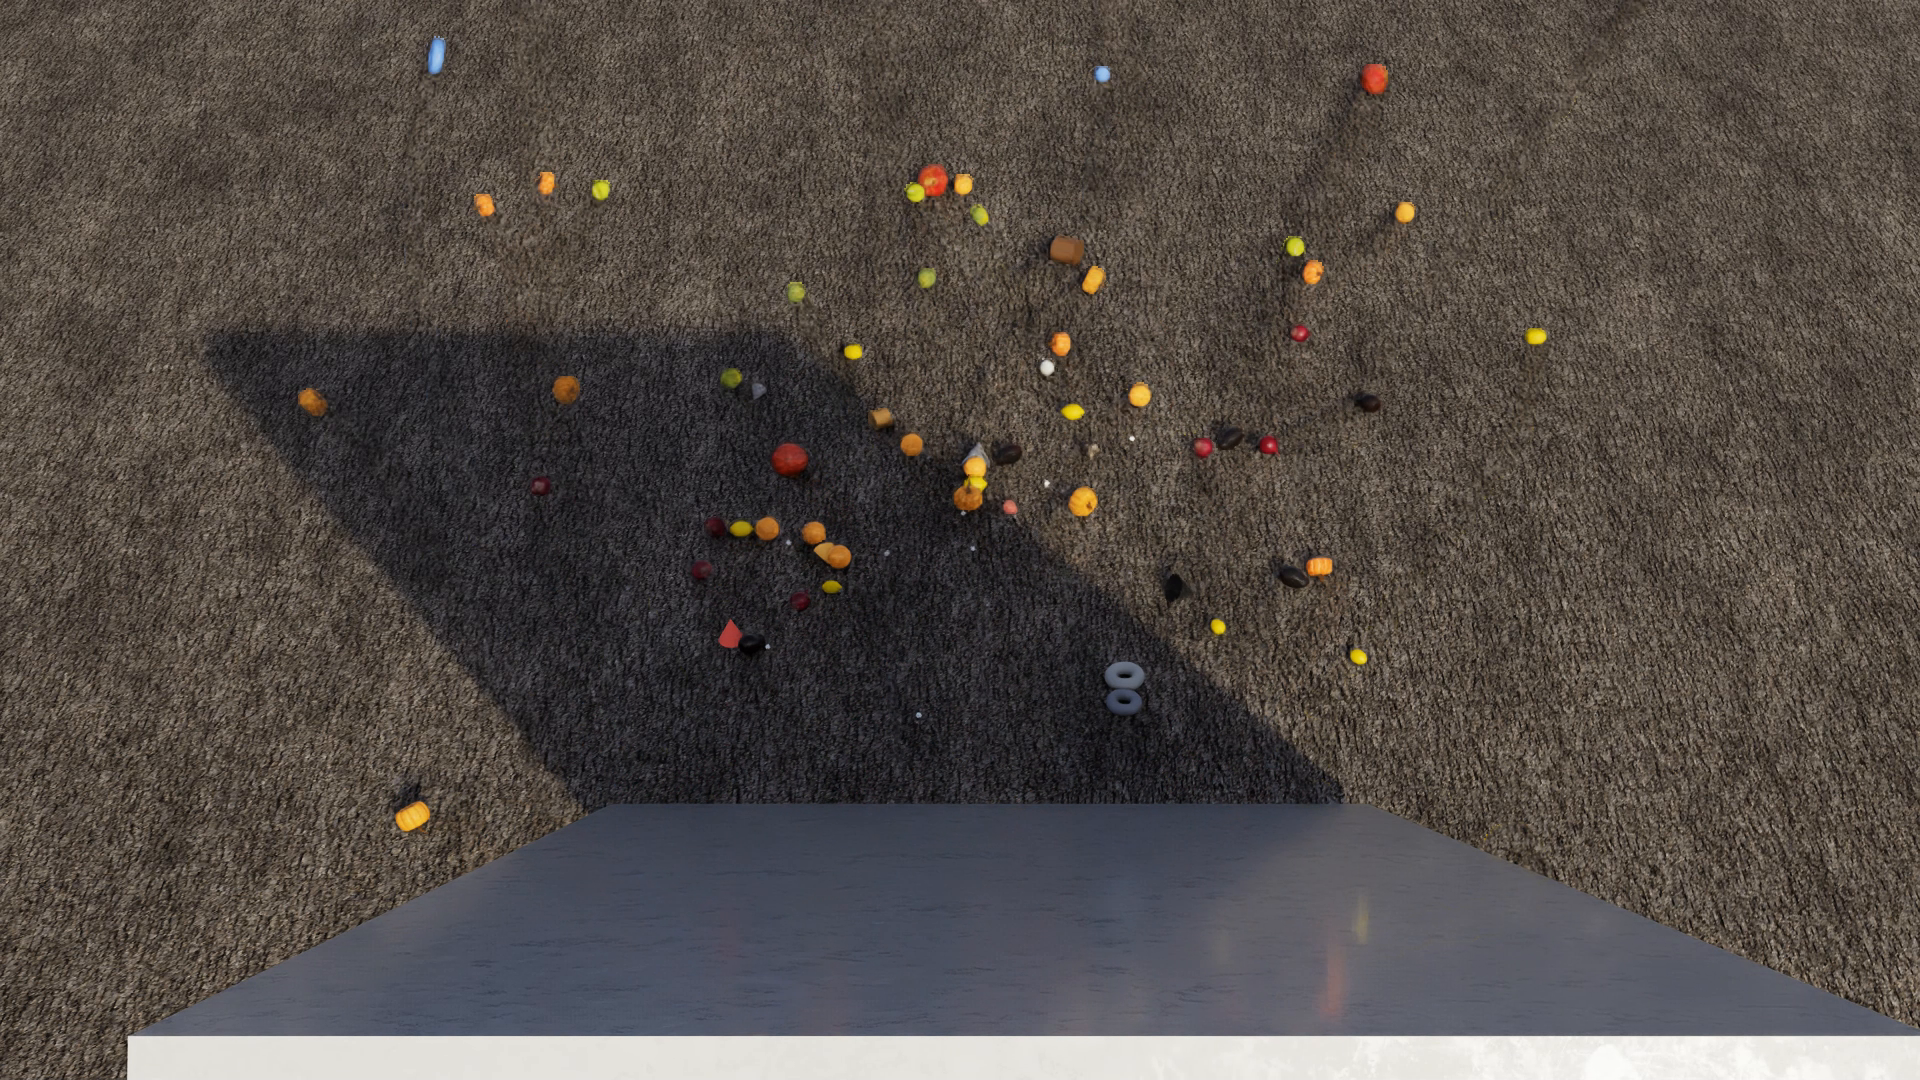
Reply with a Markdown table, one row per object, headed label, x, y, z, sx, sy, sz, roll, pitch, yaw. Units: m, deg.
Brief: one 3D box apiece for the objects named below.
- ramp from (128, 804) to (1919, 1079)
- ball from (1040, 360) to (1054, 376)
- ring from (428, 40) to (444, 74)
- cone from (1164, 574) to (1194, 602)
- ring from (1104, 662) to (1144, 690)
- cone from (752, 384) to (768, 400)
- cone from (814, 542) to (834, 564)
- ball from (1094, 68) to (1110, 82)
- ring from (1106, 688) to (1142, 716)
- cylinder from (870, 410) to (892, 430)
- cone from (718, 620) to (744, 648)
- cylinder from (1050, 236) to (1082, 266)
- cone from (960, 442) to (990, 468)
| label | x | y | z | sx | sy | sz | roll | pitch | yaw |
| --- | --- | --- | --- | --- | --- | --- | --- | --- | --- |
| ramp | 0.079 | 0.673 | 4.873 | 2.000 | 0.100 | 4.000 | 0 | -2 | 0 |
| ball | 0.291 | -0.578 | 8.729 | 0.051 | 0.051 | 0.051 | 0 | 36 | 0 |
| ring | -2.130 | -1.964 | 10.569 | 0.048 | 0.145 | 0.145 | 7 | 33 | -20 |
| cone | 0.668 | 0.150 | 7.734 | 0.083 | 0.083 | 0.083 | 12 | 28 | -31 |
| ring | 0.469 | 0.389 | 7.404 | 0.115 | 0.038 | 0.115 | -1 | 36 | 1 |
| cone | -0.675 | -0.482 | 8.619 | 0.055 | 0.055 | 0.055 | 14 | 65 | 18 |
| cone | -0.404 | 0.050 | 7.880 | 0.063 | 0.063 | 0.063 | -13 | 65 | -17 |
| ball | 0.576 | -1.883 | 10.524 | 0.062 | 0.062 | 0.062 | 0 | 36 | 0 |
| ring | 0.462 | 0.457 | 7.313 | 0.103 | 0.034 | 0.103 | 1 | 37 | -1 |
| cylinder | -0.258 | -0.392 | 8.468 | 0.055 | 0.055 | 0.055 | -16 | 39 | -21 |
| cone | -0.665 | 0.259 | 7.550 | 0.077 | 0.077 | 0.077 | 0 | 36 | 0 |
| cylinder | 0.382 | -1.038 | 9.332 | 0.088 | 0.088 | 0.088 | 17 | 39 | 23 |
| cone | 0.037 | -0.254 | 8.290 | 0.090 | 0.090 | 0.090 | -25 | 34 | 12 |
